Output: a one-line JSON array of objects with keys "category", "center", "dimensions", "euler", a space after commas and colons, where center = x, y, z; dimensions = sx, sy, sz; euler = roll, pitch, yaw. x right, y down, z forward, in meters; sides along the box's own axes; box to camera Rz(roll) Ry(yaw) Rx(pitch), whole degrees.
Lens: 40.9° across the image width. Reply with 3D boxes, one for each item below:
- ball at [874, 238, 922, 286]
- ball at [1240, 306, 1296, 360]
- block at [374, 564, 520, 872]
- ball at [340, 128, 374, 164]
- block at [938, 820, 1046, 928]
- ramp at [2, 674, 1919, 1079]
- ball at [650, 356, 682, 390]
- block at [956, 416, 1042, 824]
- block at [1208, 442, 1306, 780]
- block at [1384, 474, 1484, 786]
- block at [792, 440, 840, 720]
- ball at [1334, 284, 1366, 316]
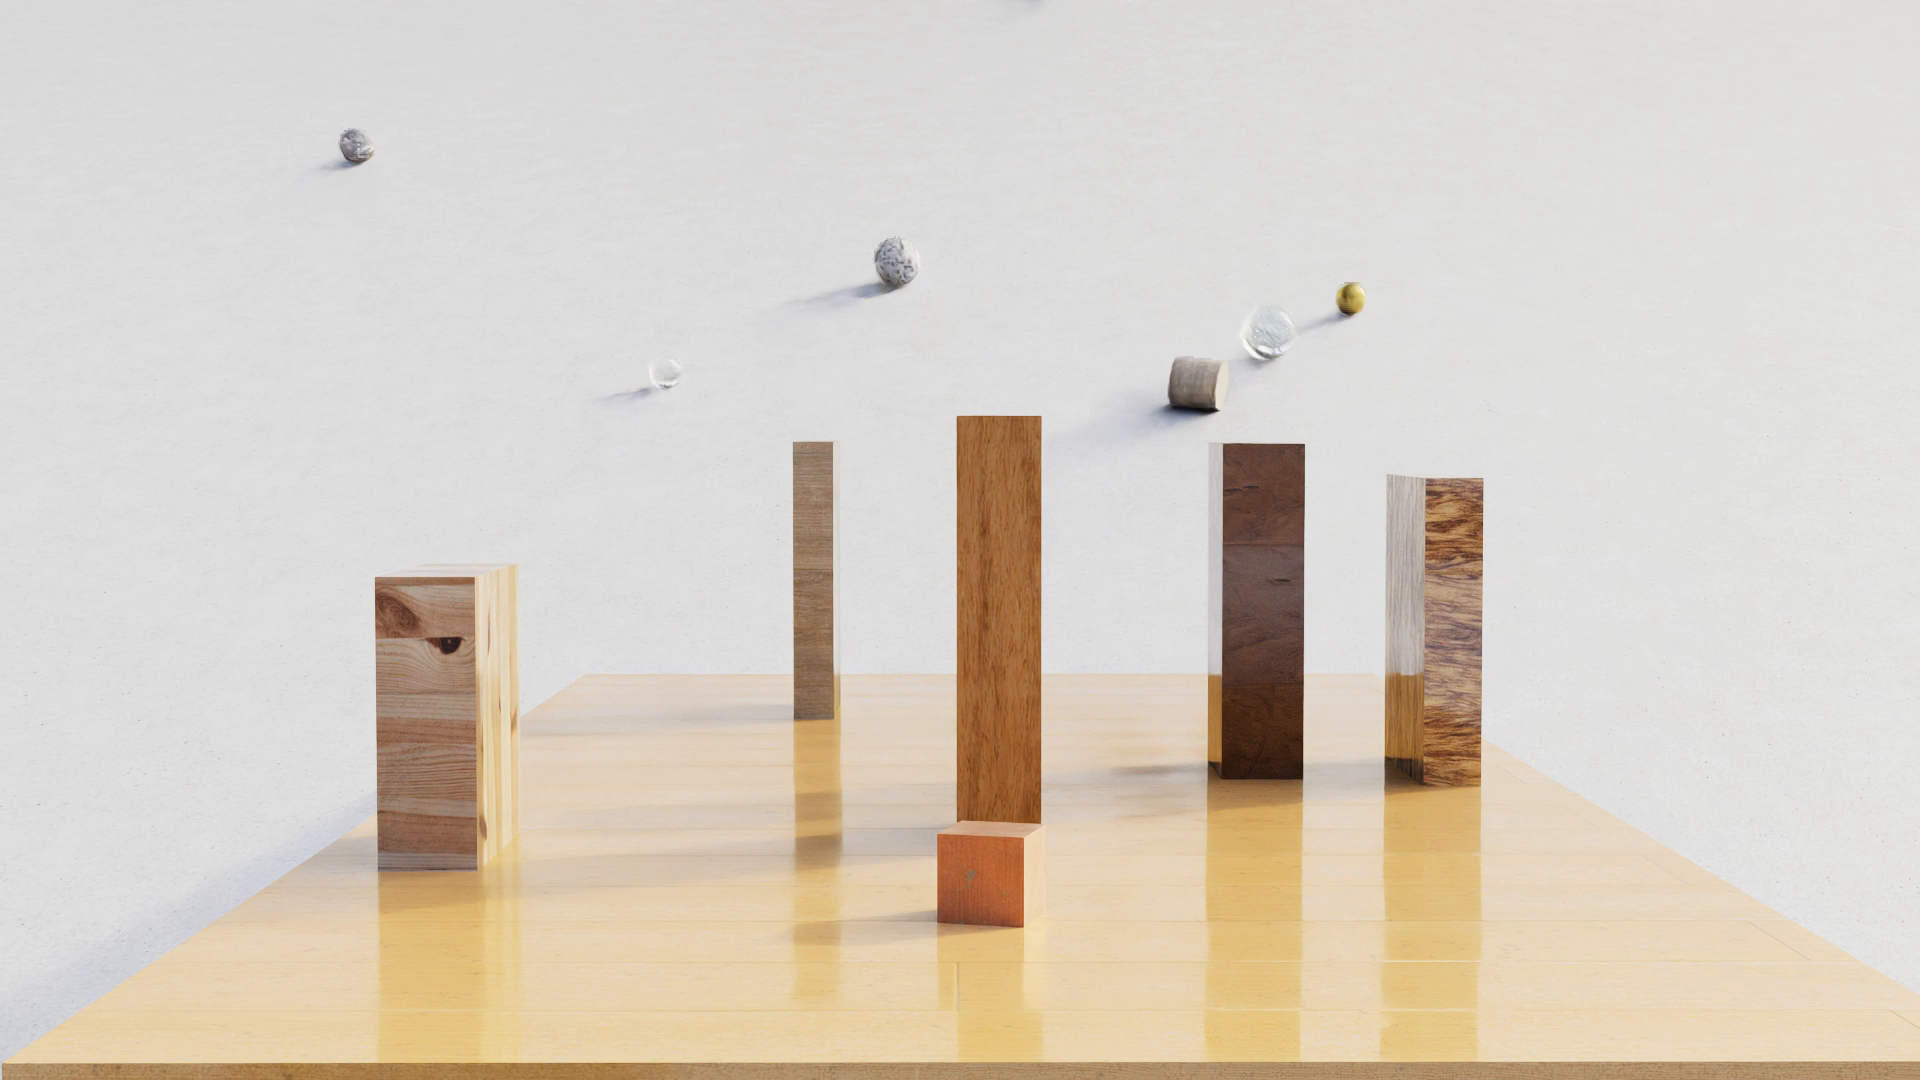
[{"category": "ball", "center": [-0.239, -1.067, 9.882], "dimensions": [0.180, 0.180, 0.180], "euler": [0, 23, 0]}, {"category": "ball", "center": [1.084, -0.731, 9.068], "dimensions": [0.193, 0.193, 0.193], "euler": [0, 23, 0]}, {"category": "block", "center": [-0.751, 0.252, 3.800], "dimensions": [0.141, 0.416, 0.363], "euler": [0, 3, 0]}, {"category": "ball", "center": [-2.717, -1.777, 11.605], "dimensions": [0.154, 0.154, 0.154], "euler": [0, 23, 0]}, {"category": "block", "center": [0.041, 0.425, 3.286], "dimensions": [0.113, 0.113, 0.113], "euler": [1, 3, 16]}, {"category": "ramp", "center": [0.053, 0.477, 4.537], "dimensions": [2.000, 0.100, 4.000], "euler": [0, 3, 0]}, {"category": "ball", "center": [-1.005, -0.571, 8.792], "dimensions": [0.113, 0.113, 0.113], "euler": [0, 23, 0]}, {"category": "block", "center": [0.058, 0.132, 3.932], "dimensions": [0.126, 0.642, 0.243], "euler": [0, 3, 0]}, {"category": "block", "center": [0.537, 0.122, 4.685], "dimensions": [0.146, 0.596, 0.255], "euler": [0, 3, 0]}, {"category": "block", "center": [0.856, 0.152, 4.668], "dimensions": [0.101, 0.537, 0.408], "euler": [0, 3, 0]}, {"category": "block", "center": [-0.314, 0.080, 5.664], "dimensions": [0.086, 0.595, 0.325], "euler": [0, 3, 0]}, {"category": "ball", "center": [1.451, -0.893, 9.552], "dimensions": [0.116, 0.116, 0.116], "euler": [0, 23, 0]}]
